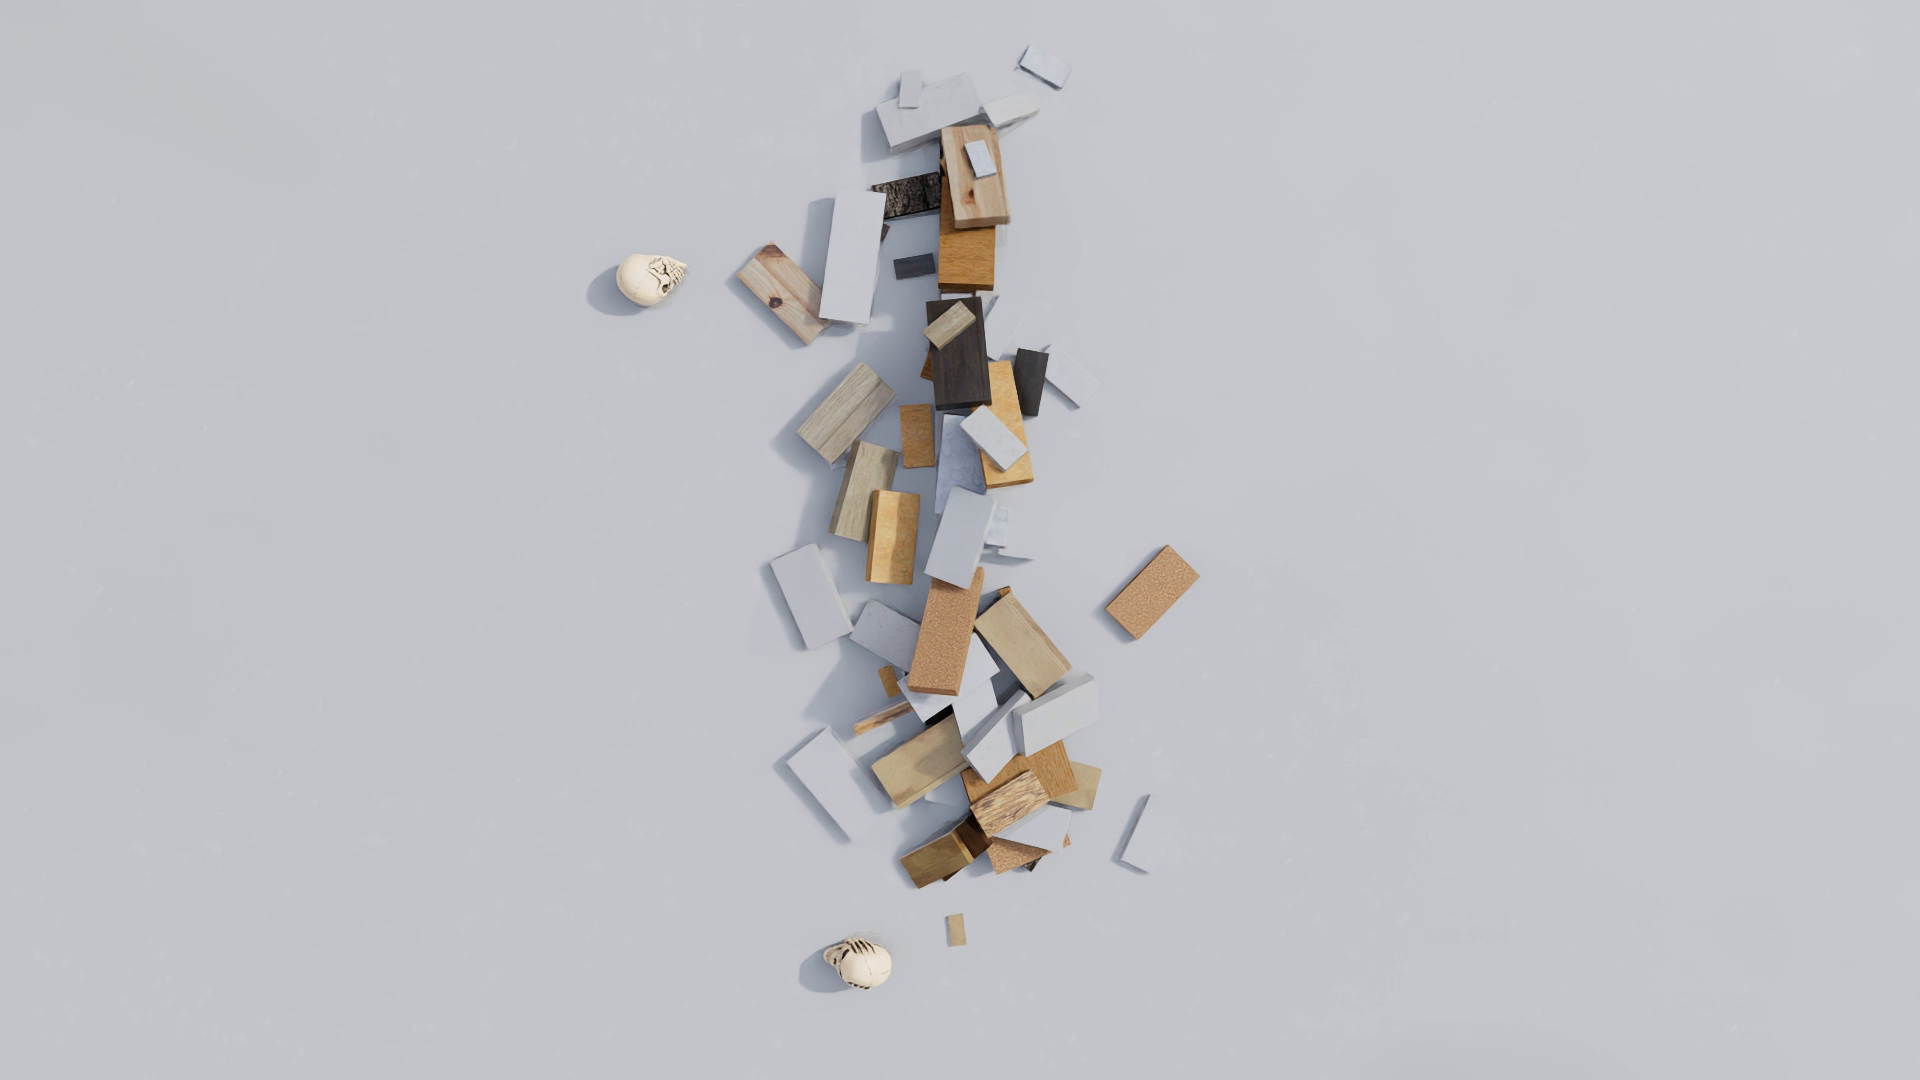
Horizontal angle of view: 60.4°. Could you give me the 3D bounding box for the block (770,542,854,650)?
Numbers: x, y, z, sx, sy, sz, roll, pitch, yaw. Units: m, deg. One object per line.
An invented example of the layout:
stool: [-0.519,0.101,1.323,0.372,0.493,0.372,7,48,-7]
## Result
block: [-0.489,0.186,5.459,0.159,0.045,0.319,-24,90,14]

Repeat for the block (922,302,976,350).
block: [-0.034,-0.685,5.267,0.158,0.022,0.079,-40,75,-9]

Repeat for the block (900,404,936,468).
block: [-0.142,-0.346,5.485,0.104,0.029,0.207,-4,90,0]

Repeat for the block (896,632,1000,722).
block: [-0.038,0.439,5.296,0.298,0.042,0.149,-33,96,-5]

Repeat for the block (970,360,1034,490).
block: [0.122,-0.369,5.260,0.151,0.043,0.408,-9,73,-6]

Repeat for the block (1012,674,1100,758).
block: [0.316,0.569,5.369,0.317,0.045,0.158,-23,120,-30]

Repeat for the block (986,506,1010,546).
block: [0.128,-0.047,5.473,0.064,0.018,0.128,8,90,0]

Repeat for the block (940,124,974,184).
block: [-0.010,-1.124,5.484,0.114,0.032,0.528,0,90,0]

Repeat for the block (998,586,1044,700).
block: [0.204,0.349,5.429,0.040,0.142,0.399,-17,90,0]

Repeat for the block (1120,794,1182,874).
block: [0.637,0.978,5.483,0.117,0.033,0.234,25,90,0]

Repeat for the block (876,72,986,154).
block: [-0.098,-1.413,5.454,0.326,0.046,0.163,-20,73,0]

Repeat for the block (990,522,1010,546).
block: [0.133,-0.043,5.491,0.064,0.018,0.128,1,90,0]

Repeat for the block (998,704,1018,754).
block: [0.123,0.687,5.447,0.140,0.040,0.281,5,81,9]

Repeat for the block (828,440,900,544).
block: [-0.316,-0.157,5.435,0.159,0.045,0.319,16,90,-36]

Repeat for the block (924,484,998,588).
block: [0.004,-0.011,5.298,0.151,0.043,0.302,21,99,18]

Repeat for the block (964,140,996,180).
block: [0.066,-1.231,5.341,0.067,0.019,0.133,-16,68,-9]

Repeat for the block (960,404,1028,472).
block: [0.106,-0.321,5.205,0.104,0.029,0.207,-42,79,-15]

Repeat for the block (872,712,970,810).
block: [-0.097,0.716,5.405,0.350,0.049,0.174,-33,90,0]

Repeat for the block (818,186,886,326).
block: [-0.353,-0.934,5.434,0.163,0.046,0.434,8,89,-1]

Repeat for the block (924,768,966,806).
block: [-0.036,0.750,5.446,0.117,0.033,0.237,12,90,0]

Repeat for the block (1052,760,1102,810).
block: [0.310,0.792,5.480,0.296,0.040,0.140,14,90,0]

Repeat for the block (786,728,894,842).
block: [-0.396,0.812,5.475,0.174,0.049,0.347,-40,90,0]

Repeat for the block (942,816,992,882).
block: [-0.011,1.017,5.427,0.117,0.033,0.234,46,120,0]

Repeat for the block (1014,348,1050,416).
block: [0.225,-0.524,5.464,0.105,0.030,0.210,11,99,5]

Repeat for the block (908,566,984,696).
block: [-0.042,0.284,5.284,0.158,0.045,0.445,4,60,16]

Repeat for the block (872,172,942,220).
block: [-0.172,-1.139,5.466,0.228,0.032,0.114,-10,90,9]

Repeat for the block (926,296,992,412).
block: [-0.004,-0.597,5.277,0.180,0.051,0.359,-6,73,1]

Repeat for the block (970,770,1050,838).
block: [0.160,0.850,5.323,0.234,0.033,0.117,-30,85,-8]

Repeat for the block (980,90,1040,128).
block: [0.166,-1.421,5.439,0.200,0.022,0.079,-26,83,-28]

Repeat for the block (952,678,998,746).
block: [0.040,0.511,5.351,0.142,0.040,0.284,-16,94,-6]

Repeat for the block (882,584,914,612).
block: [-0.207,0.186,5.492,0.108,0.015,0.054,45,90,0]

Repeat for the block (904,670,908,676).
block: [-0.134,0.416,5.370,0.100,0.014,0.050,-8,82,27]

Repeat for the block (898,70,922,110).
block: [-0.163,-1.485,5.448,0.067,0.019,0.133,3,74,7]

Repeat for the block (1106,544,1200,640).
block: [0.640,0.174,5.479,0.149,0.042,0.298,44,90,0]
